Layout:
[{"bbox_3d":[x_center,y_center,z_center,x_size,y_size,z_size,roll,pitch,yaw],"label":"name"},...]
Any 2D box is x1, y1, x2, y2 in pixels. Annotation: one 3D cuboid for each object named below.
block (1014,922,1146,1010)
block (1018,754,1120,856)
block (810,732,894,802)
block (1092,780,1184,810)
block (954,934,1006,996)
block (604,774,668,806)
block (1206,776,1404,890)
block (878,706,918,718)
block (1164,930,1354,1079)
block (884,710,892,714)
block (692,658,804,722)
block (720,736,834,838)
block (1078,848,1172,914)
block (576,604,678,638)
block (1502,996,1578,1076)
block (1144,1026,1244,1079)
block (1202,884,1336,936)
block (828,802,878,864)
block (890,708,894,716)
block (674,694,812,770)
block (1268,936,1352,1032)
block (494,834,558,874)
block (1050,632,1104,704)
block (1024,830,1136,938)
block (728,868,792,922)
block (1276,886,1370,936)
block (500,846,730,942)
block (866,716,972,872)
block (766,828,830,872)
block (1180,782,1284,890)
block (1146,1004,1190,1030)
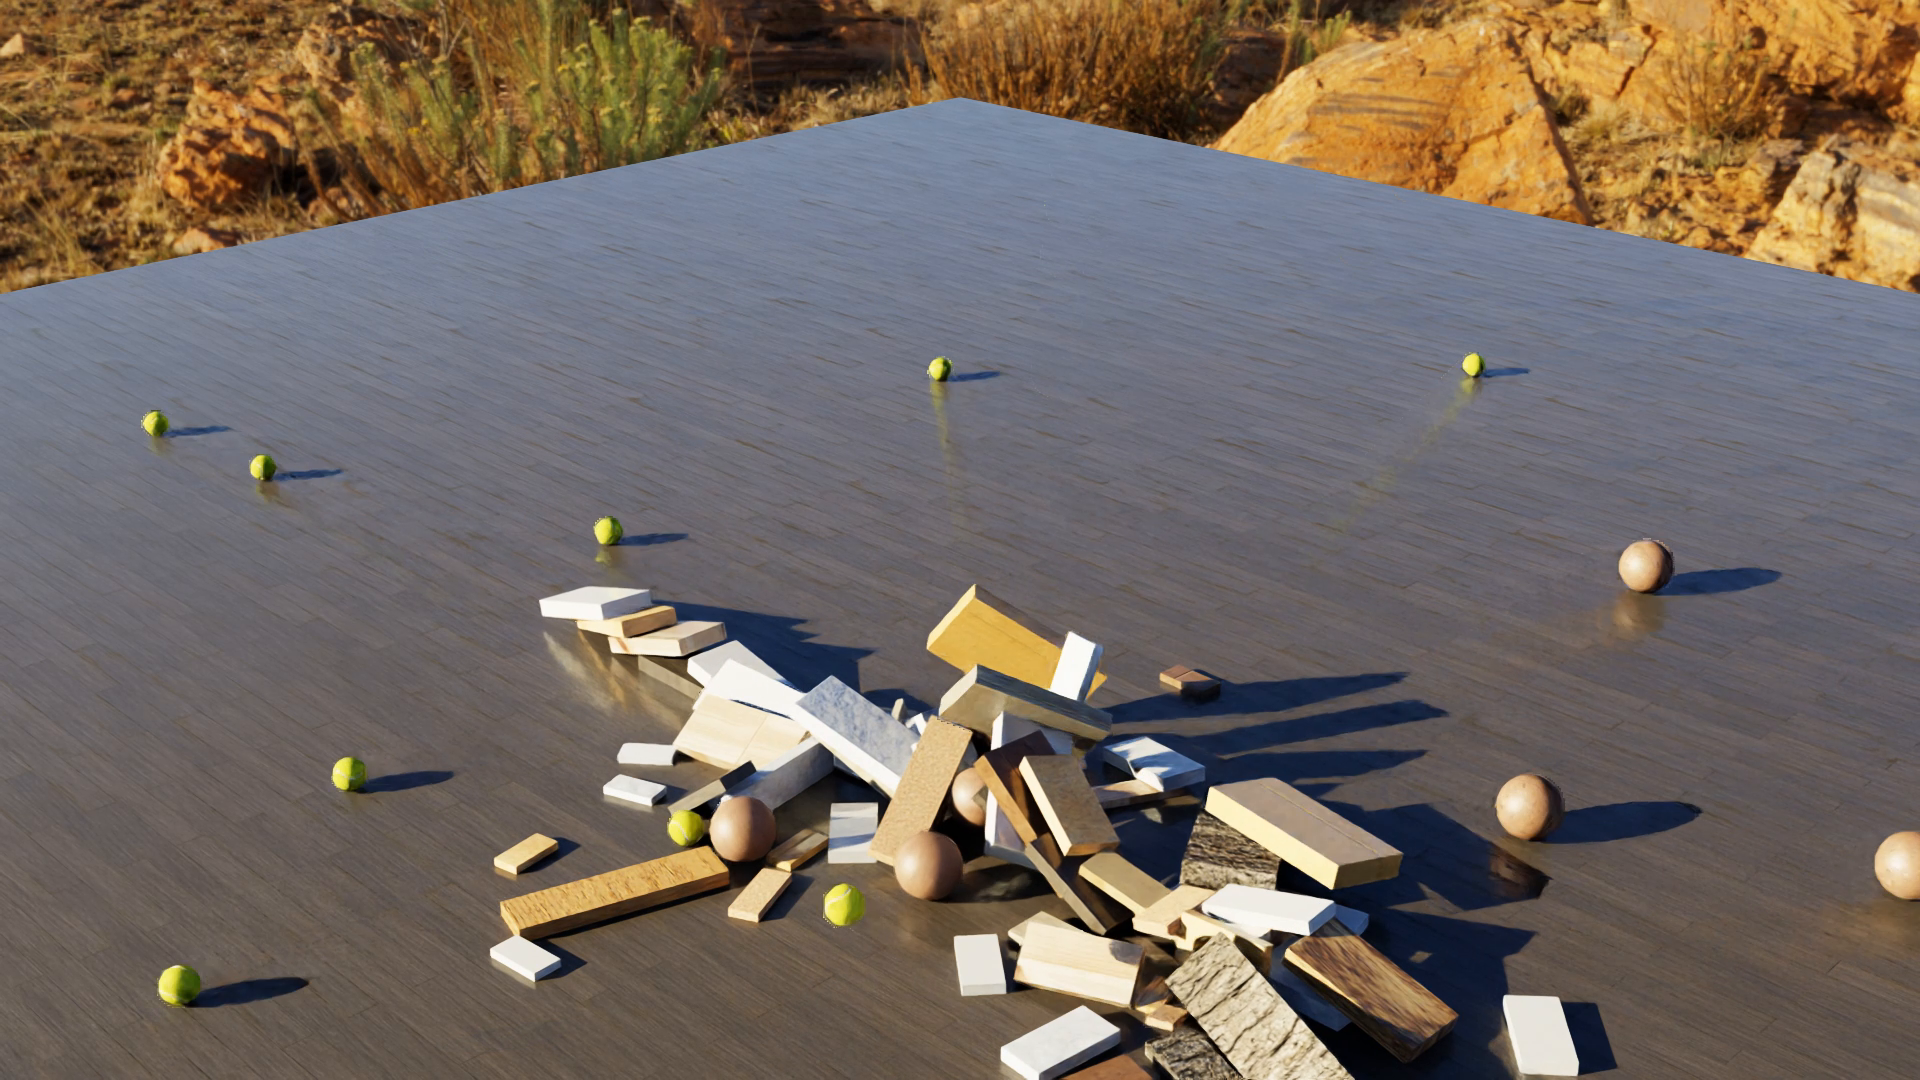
[{"bbox_3d":[0.211,0.749,3.876,0.213,0.030,0.107,9,66,20],"label":"block"},{"bbox_3d":[0.207,0.502,4.184,0.111,0.031,0.222,0,43,-31],"label":"block"},{"bbox_3d":[-0.163,0.442,4.539,0.274,0.039,0.137,38,38,22],"label":"block"},{"bbox_3d":[0.281,0.528,4.494,0.359,0.018,0.063,-8,24,-17],"label":"block"},{"bbox_3d":[0.035,0.761,3.940,0.078,0.022,0.156,-2,23,-5],"label":"block"},{"bbox_3d":[-0.669,0.514,4.527,0.116,0.016,0.058,11,25,24],"label":"block"},{"bbox_3d":[0.652,0.555,4.190,0.175,0.050,0.350,-3,21,-37],"label":"block"},{"bbox_3d":[-0.153,0.389,4.824,0.113,0.016,0.057,5,24,12],"label":"block"},{"bbox_3d":[0.515,0.838,3.630,0.134,0.038,0.524,-41,32,-2],"label":"block"},{"bbox_3d":[-0.195,0.395,4.786,0.094,0.013,0.047,-5,41,1],"label":"block"},{"bbox_3d":[-0.421,0.370,4.723,0.305,0.039,0.137,22,67,35],"label":"block"},{"bbox_3d":[-0.369,0.492,4.479,0.027,0.094,0.332,19,29,30],"label":"block"},{"bbox_3d":[0.305,0.633,4.069,0.156,0.022,0.078,32,39,29],"label":"block"},{"bbox_3d":[-0.787,0.184,5.180,0.137,0.039,0.274,-15,11,-30],"label":"block"},{"bbox_3d":[0.987,0.842,3.743,0.094,0.027,0.187,2,23,4],"label":"block"},{"bbox_3d":[0.394,0.881,3.650,0.094,0.027,0.187,-11,25,-23],"label":"block"},{"bbox_3d":[0.552,0.660,3.938,0.221,0.026,0.092,3,18,40],"label":"block"},{"bbox_3d":[-0.211,0.580,4.360,0.094,0.027,0.187,0,23,-1],"label":"block"},{"bbox_3d":[-0.144,0.406,4.742,0.013,0.047,0.095,-6,21,13],"label":"block"},{"bbox_3d":[-0.456,0.421,4.637,0.274,0.039,0.137,14,57,30],"label":"block"},{"bbox_3d":[0.598,0.768,3.900,0.276,0.039,0.138,21,31,40],"label":"block"},{"bbox_3d":[-0.847,0.612,4.296,0.058,0.016,0.116,15,27,31],"label":"block"},{"bbox_3d":[0.234,0.293,4.582,0.026,0.184,0.092,15,6,-36],"label":"block"},{"bbox_3d":[0.233,0.634,4.102,0.111,0.031,0.222,-21,58,-40],"label":"block"},{"bbox_3d":[-0.377,0.670,4.158,0.061,0.017,0.152,8,24,19],"label":"block"},{"bbox_3d":[0.654,0.700,4.078,0.185,0.026,0.092,13,26,29],"label":"block"},{"bbox_3d":[-0.648,0.666,4.152,0.417,0.030,0.107,-12,26,-27],"label":"block"},{"bbox_3d":[-0.077,0.499,4.351,0.092,0.026,0.349,22,50,5],"label":"block"},{"bbox_3d":[-0.318,0.607,4.309,0.061,0.017,0.121,15,27,32],"label":"block"},{"bbox_3d":[0.542,0.576,4.258,0.175,0.050,0.416,8,16,12],"label":"block"},{"bbox_3d":[0.356,0.819,3.774,0.048,0.014,0.095,10,6,22],"label":"block"}]
